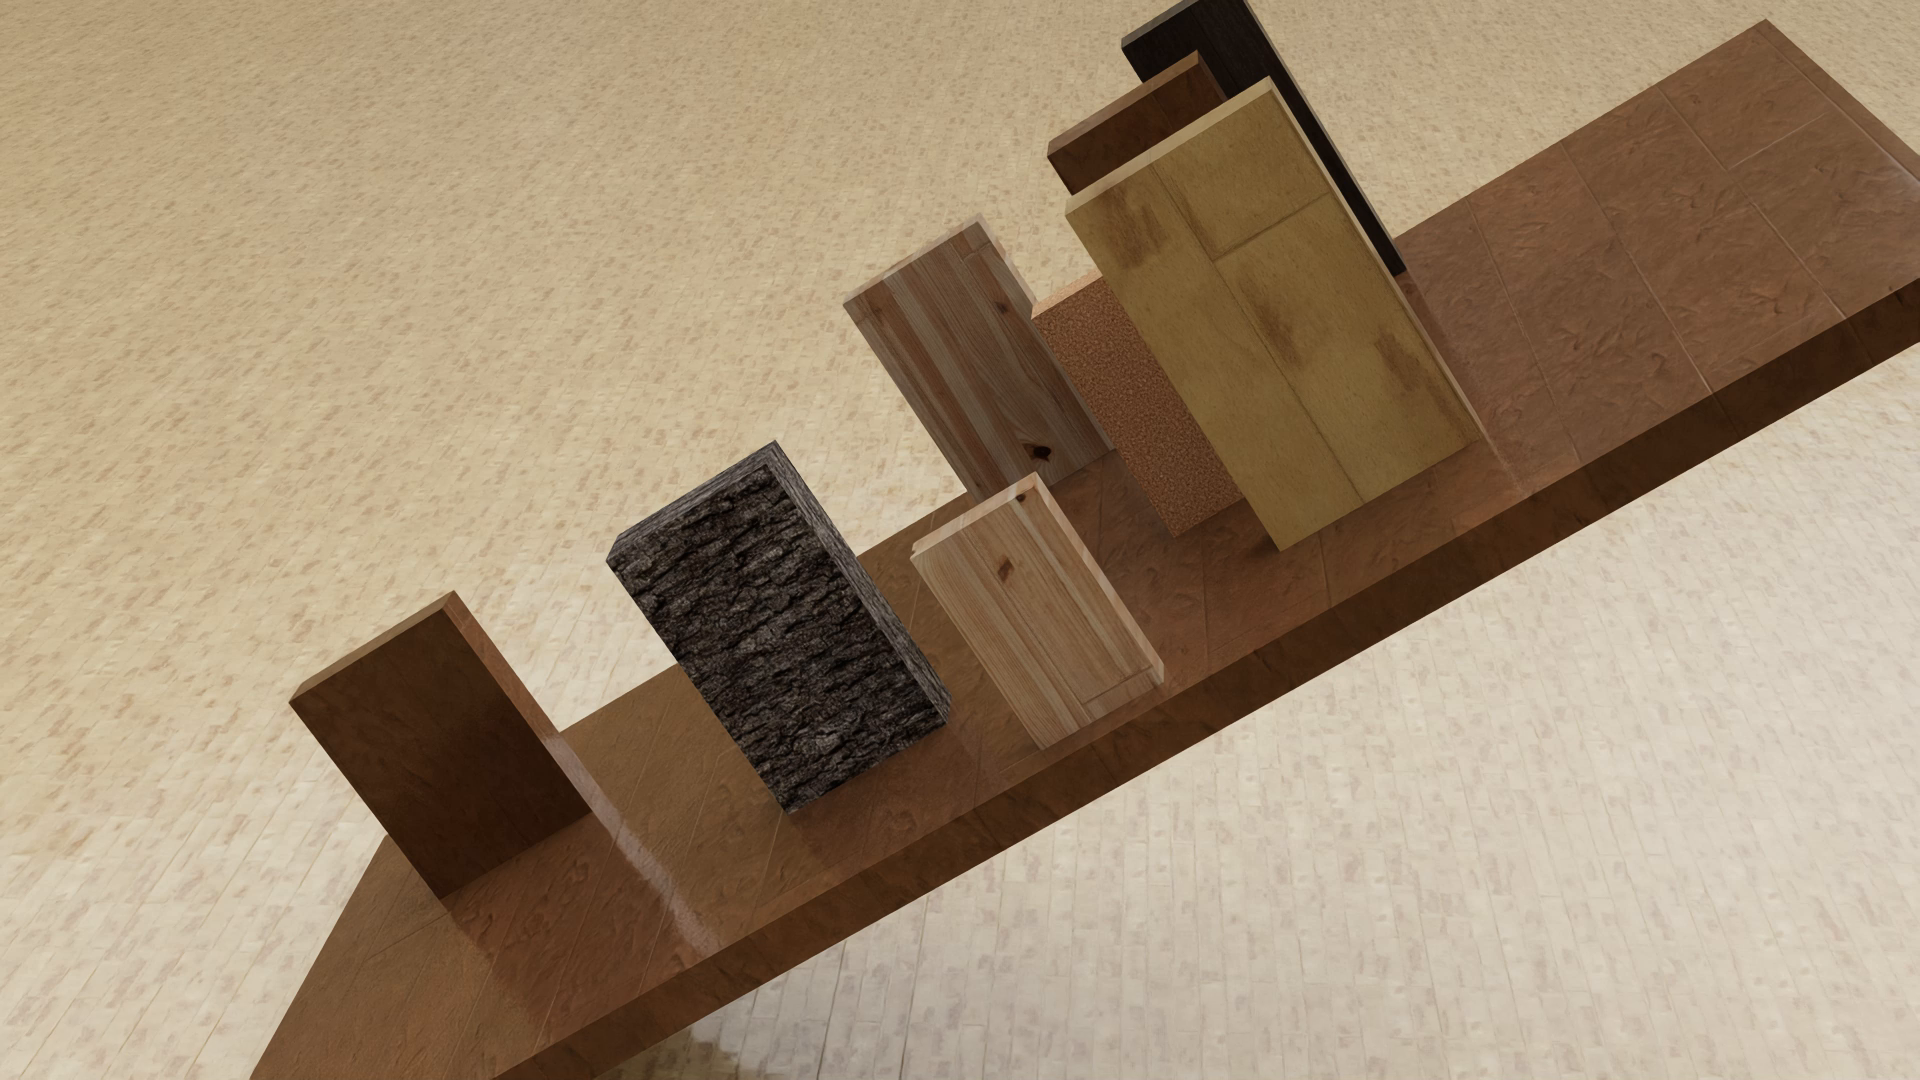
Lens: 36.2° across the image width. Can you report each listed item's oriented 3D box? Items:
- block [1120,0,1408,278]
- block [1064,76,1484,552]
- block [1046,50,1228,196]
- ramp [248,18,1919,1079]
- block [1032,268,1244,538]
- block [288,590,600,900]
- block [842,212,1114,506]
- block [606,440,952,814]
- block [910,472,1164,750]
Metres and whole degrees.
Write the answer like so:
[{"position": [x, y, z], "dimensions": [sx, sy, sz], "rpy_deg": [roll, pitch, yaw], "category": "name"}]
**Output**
[{"position": [0.692, -0.877, 6.686], "dimensions": [0.285, 0.775, 0.125], "rpy_deg": [-30, 15, 14], "category": "block"}, {"position": [0.587, -0.415, 5.483], "dimensions": [0.439, 0.768, 0.127], "rpy_deg": [-30, 15, 14], "category": "block"}, {"position": [0.541, -0.599, 6.173], "dimensions": [0.364, 0.759, 0.146], "rpy_deg": [-30, 15, 14], "category": "block"}, {"position": [0.140, 0.170, 6.294], "dimensions": [4.000, 0.100, 2.000], "rpy_deg": [-30, 15, 14], "category": "ramp"}, {"position": [0.421, -0.315, 5.957], "dimensions": [0.306, 0.545, 0.100], "rpy_deg": [-30, 15, 14], "category": "block"}, {"position": [-1.186, 0.477, 6.795], "dimensions": [0.443, 0.588, 0.117], "rpy_deg": [-30, 15, 14], "category": "block"}, {"position": [0.057, -0.397, 6.829], "dimensions": [0.372, 0.623, 0.089], "rpy_deg": [-30, 15, 14], "category": "block"}, {"position": [-0.356, 0.178, 5.871], "dimensions": [0.384, 0.642, 0.150], "rpy_deg": [-30, 15, 14], "category": "block"}, {"position": [0.143, 0.132, 5.356], "dimensions": [0.264, 0.441, 0.086], "rpy_deg": [-30, 15, 14], "category": "block"}]
